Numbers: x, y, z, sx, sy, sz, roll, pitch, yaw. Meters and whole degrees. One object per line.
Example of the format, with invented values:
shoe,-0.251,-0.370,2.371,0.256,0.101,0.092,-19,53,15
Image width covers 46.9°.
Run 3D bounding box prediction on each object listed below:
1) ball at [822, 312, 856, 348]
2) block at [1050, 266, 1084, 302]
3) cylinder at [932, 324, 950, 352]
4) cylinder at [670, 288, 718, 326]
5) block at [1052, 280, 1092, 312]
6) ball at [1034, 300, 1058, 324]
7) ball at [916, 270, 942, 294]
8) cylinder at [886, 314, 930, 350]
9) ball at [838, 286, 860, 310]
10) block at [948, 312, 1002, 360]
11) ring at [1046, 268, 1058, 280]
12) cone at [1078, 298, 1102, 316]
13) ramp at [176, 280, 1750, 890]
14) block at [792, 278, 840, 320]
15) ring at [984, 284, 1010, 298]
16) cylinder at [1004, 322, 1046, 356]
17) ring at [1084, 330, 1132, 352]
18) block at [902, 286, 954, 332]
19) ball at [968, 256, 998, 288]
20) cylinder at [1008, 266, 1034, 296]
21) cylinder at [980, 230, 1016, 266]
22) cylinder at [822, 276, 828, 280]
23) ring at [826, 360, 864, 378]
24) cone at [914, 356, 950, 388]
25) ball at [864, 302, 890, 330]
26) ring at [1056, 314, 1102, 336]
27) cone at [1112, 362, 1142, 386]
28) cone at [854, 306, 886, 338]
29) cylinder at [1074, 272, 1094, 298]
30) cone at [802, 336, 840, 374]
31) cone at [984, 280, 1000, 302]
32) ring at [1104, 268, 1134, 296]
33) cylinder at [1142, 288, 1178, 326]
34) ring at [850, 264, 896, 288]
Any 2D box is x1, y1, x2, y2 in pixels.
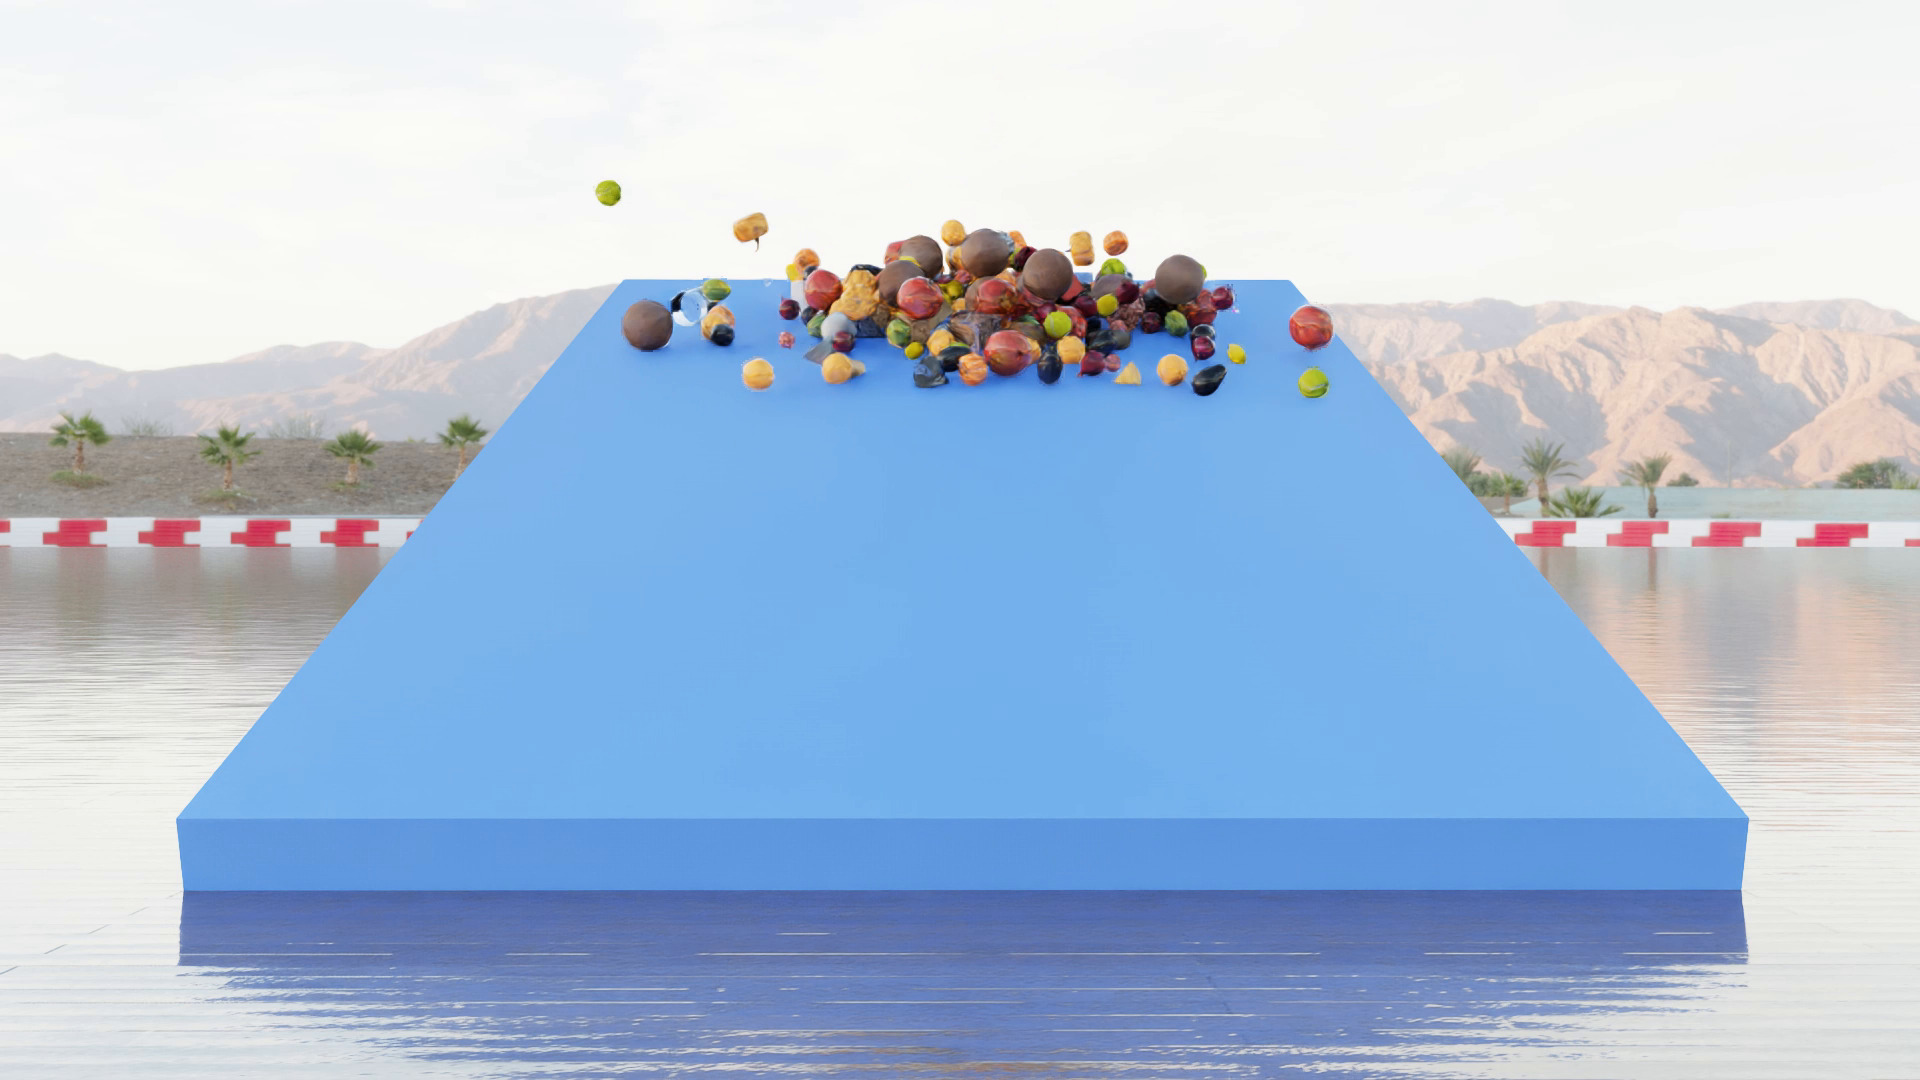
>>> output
ball,-0.310,-0.536,5.658,0.090,0.090,0.090,0,0,0
block,0.289,-0.692,5.993,0.062,0.062,0.062,-35,21,6
cylinder,-0.036,-0.512,5.628,0.061,0.061,0.061,0,16,-8
cylinder,-0.715,-0.628,5.959,0.093,0.093,0.093,0,15,25
block,0.307,-0.675,6.126,0.079,0.079,0.079,1,13,-24
ball,0.231,-0.615,5.969,0.065,0.065,0.065,0,0,0
ball,-0.089,-0.739,6.368,0.075,0.075,0.075,0,0,0
cylinder,-0.131,-0.527,5.610,0.082,0.082,0.082,0,1,35
ball,-0.310,-0.671,6.150,0.068,0.068,0.068,0,0,0
block,0.039,-0.513,5.563,0.094,0.094,0.094,13,25,37
ring,0.266,-0.806,6.519,0.028,0.083,0.083,-12,1,-6
cone,0.335,-0.604,5.862,0.057,0.057,0.057,-33,4,-6
ramp,-0.002,-0.167,4.746,2.000,0.100,4.000,0,17,0
block,-0.397,-0.663,6.080,0.092,0.092,0.092,16,23,42
ring,0.111,-0.712,6.357,0.092,0.031,0.092,-4,17,1
cylinder,0.164,-0.502,5.538,0.076,0.076,0.076,3,-2,-34
ring,0.379,-0.511,5.662,0.121,0.040,0.121,0,16,0
block,-0.084,-0.588,5.733,0.084,0.084,0.084,-37,4,36
ball,0.065,-0.764,6.311,0.087,0.087,0.087,0,0,0
cylinder,0.175,-0.746,6.382,0.057,0.057,0.057,0,-36,46
cylinder,0.102,-0.789,5.999,0.070,0.070,0.070,-34,-20,33
cylinder,-0.394,-0.695,6.217,0.068,0.068,0.068,-29,-11,20
ring,-0.276,-0.415,5.353,0.094,0.031,0.094,0,18,0
cone,-0.051,-0.385,5.240,0.083,0.083,0.083,0,-15,44
ball,-0.220,-0.589,5.832,0.074,0.074,0.074,0,0,0
ring,0.313,-0.570,5.860,0.123,0.041,0.123,4,16,-1
cone,0.389,-0.383,5.252,0.063,0.063,0.063,-23,-8,20
cone,-0.235,-0.549,5.788,0.092,0.092,0.092,24,-6,-14
cylinder,0.342,-0.731,6.340,0.077,0.077,0.077,0,0,-1
cone,-0.315,-0.430,5.281,0.087,0.087,0.087,-38,7,6
cone,0.092,-0.719,6.282,0.060,0.060,0.060,0,-34,12
ring,0.459,-0.744,6.375,0.098,0.098,0.033,0,-36,38
cylinder,0.532,-0.624,5.917,0.083,0.083,0.083,0,21,-8
ring,-0.254,-0.770,6.468,0.139,0.046,0.139,16,-3,1
